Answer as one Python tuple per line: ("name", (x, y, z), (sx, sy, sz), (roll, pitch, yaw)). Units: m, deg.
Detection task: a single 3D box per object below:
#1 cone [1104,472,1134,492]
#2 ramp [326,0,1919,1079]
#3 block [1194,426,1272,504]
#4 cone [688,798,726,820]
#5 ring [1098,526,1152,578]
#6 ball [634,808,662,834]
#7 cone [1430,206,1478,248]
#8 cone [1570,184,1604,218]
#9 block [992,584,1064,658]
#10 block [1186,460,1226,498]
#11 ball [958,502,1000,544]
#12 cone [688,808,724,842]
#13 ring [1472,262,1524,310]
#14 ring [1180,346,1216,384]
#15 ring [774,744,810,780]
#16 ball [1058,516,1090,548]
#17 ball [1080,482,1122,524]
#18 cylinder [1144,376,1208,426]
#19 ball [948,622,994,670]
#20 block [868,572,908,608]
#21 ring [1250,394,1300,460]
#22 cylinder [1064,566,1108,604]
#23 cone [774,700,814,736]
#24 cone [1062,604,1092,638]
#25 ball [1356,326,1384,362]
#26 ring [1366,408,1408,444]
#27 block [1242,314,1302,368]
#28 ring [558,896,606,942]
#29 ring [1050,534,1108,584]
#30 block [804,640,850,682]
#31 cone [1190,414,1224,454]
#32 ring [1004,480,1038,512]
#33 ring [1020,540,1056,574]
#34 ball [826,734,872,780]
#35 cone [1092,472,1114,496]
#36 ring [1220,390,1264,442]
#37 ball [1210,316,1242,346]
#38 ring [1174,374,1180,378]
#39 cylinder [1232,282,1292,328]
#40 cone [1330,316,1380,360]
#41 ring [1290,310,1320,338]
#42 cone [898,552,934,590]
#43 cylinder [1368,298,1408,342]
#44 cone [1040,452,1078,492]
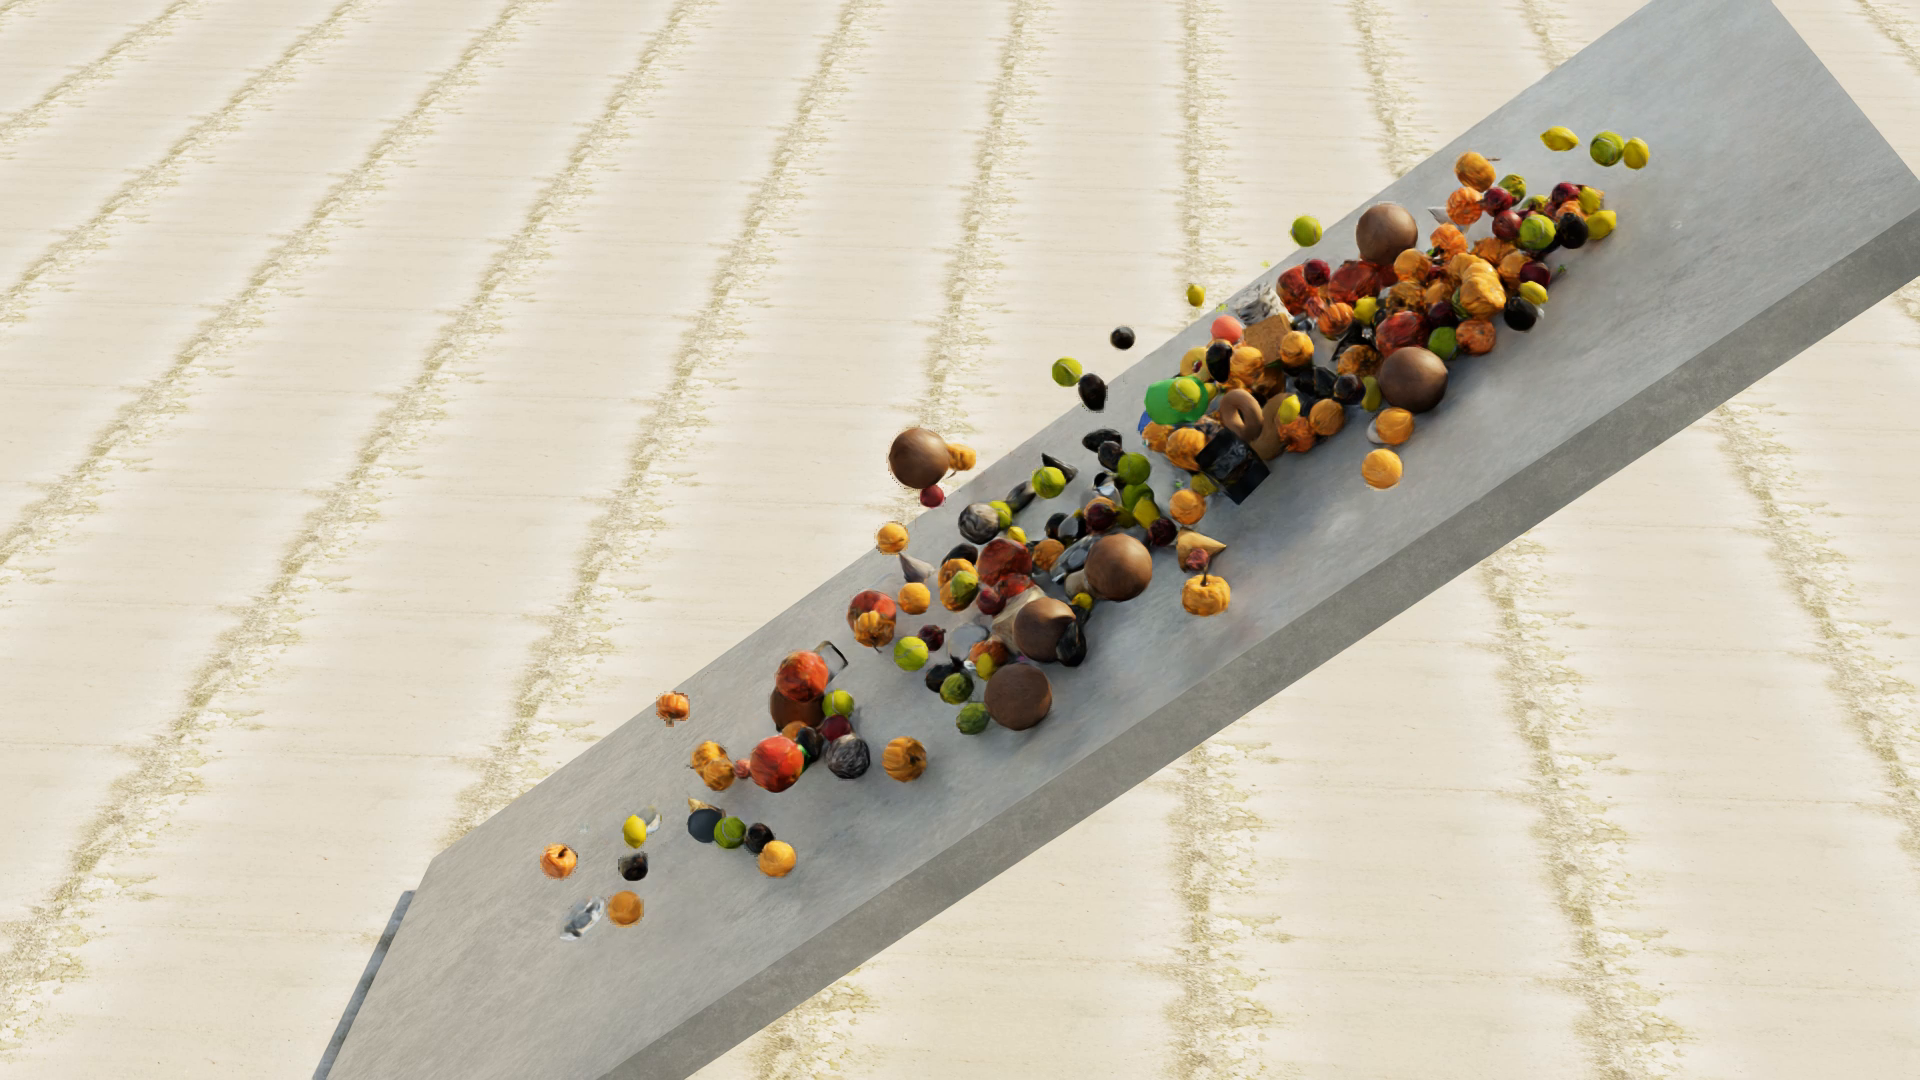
("cone", (0.351, -0.129, 6.405), (0.066, 0.066, 0.066), (-19, 24, 2))
("ramp", (0.126, 0.181, 6.329), (4.000, 0.100, 2.000), (-35, 16, 17))
("block", (0.532, -0.145, 5.742), (0.090, 0.090, 0.090), (-44, 47, -2))
("cone", (-0.572, 0.593, 6.451), (0.085, 0.085, 0.085), (-36, 16, 12))
("ring", (0.335, 0.026, 5.999), (0.132, 0.044, 0.132), (-42, 11, 10))
("ball", (-0.710, 0.638, 6.690), (0.060, 0.060, 0.060), (0, 23, 0))
("cone", (1.012, -0.669, 6.105), (0.093, 0.093, 0.093), (32, 27, 1))
("cone", (1.262, -0.684, 5.854), (0.068, 0.068, 0.068), (-22, 31, -32))
("block", (0.137, 0.166, 5.987), (0.091, 0.091, 0.091), (-28, 19, 35))
("block", (0.525, -0.142, 5.976), (0.076, 0.076, 0.076), (-47, 17, -23))
("ball", (0.040, -0.035, 6.175), (0.088, 0.088, 0.088), (0, 23, 0))
("cone", (-0.557, 0.636, 6.382), (0.082, 0.082, 0.082), (6, 59, -10))
("ring", (1.062, -0.499, 5.797), (0.117, 0.039, 0.117), (-38, 19, 16))
("ring", (0.503, -0.368, 6.241), (0.029, 0.088, 0.088), (22, 2, -45))
("ring", (-0.357, 0.470, 6.225), (0.083, 0.083, 0.028), (-12, 32, -26))
("ball", (0.243, -0.017, 6.288), (0.070, 0.070, 0.070), (0, 23, 0))
("ball", (0.301, -0.080, 6.296), (0.090, 0.090, 0.090), (0, 23, 0))
("cylinder", (0.452, -0.290, 6.127), (0.095, 0.095, 0.095), (-17, 5, -34))
("ball", (0.023, 0.221, 6.086), (0.098, 0.098, 0.098), (0, 23, 0))
("block", (-0.168, 0.118, 6.887), (0.057, 0.057, 0.057), (-44, 16, -15))
("ring", (0.636, -0.229, 5.937), (0.050, 0.149, 0.149), (25, 18, -16))
("cylinder", (0.256, 0.092, 5.967), (0.065, 0.065, 0.065), (-20, 0, -39))
("cone", (-0.365, 0.396, 6.611), (0.081, 0.081, 0.081), (-5, 21, 16))
("cone", (0.226, 0.172, 5.864), (0.061, 0.061, 0.061), (6, 58, 13))
("ball", (0.827, -0.400, 5.999), (0.073, 0.073, 0.073), (0, 23, 0))
("ring", (0.813, -0.217, 5.606), (0.089, 0.030, 0.089), (-36, 18, 13))
("block", (0.647, -0.413, 6.105), (0.087, 0.087, 0.087), (-24, -3, 15))
("ring", (-0.832, 0.833, 6.469), (0.123, 0.041, 0.123), (-37, 15, 11))
("ring", (0.248, 0.039, 6.153), (0.143, 0.048, 0.143), (-39, 7, 6))
("block", (-0.306, 0.277, 6.751), (0.064, 0.064, 0.064), (-43, 16, -11))
("cone", (0.525, -0.204, 5.934), (0.085, 0.085, 0.085), (17, 28, 39))
("ring", (0.142, -0.101, 6.828), (0.094, 0.031, 0.094), (-39, 18, 15))
("ring", (0.167, 0.037, 6.321), (0.079, 0.026, 0.079), (1, 64, -2))
("ball", (-0.229, 0.447, 6.052), (0.092, 0.092, 0.092), (0, 23, 0))
("cone", (0.292, -0.111, 6.223), (0.050, 0.050, 0.050), (-18, -8, -35))
("ring", (0.564, -0.249, 5.895), (0.037, 0.111, 0.111), (-22, 31, -32))
("ball", (0.608, -0.478, 6.726), (0.070, 0.070, 0.070), (0, 23, 0))
("ring", (0.495, -0.351, 6.712), (0.087, 0.029, 0.087), (-39, 14, 12))
("cylinder", (0.654, -0.492, 6.355), (0.094, 0.094, 0.094), (-33, 18, 12))
("cone", (0.784, -0.388, 5.931), (0.094, 0.094, 0.094), (-36, 19, 13))
("ring", (0.751, -0.473, 6.462), (0.088, 0.029, 0.088), (-37, 17, 13))
("cone", (-0.118, 0.057, 6.887), (0.083, 0.083, 0.083), (-37, 17, 13))
("cylinder", (0.870, -0.447, 5.973), (0.064, 0.064, 0.064), (-8, 51, -18))
("cone", (0.212, -0.170, 6.756), (0.085, 0.085, 0.085), (-36, 16, 12))
